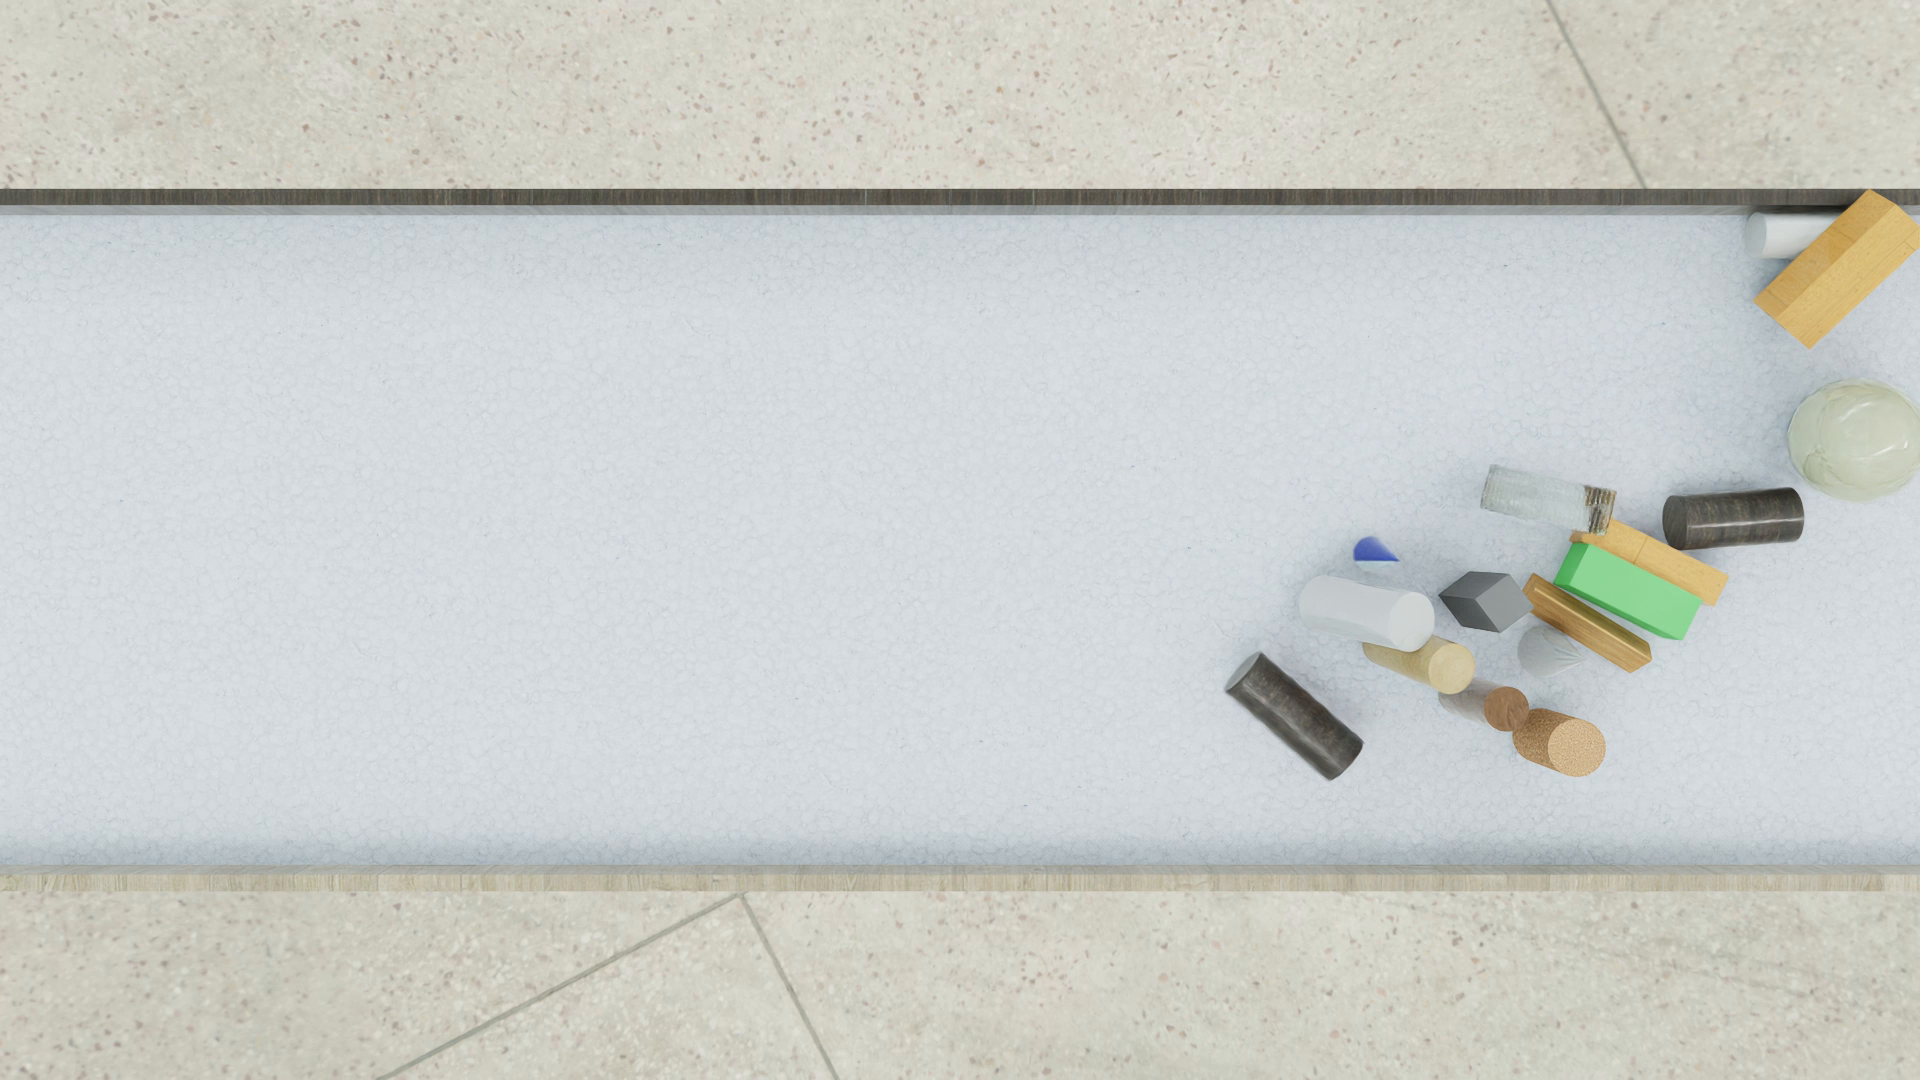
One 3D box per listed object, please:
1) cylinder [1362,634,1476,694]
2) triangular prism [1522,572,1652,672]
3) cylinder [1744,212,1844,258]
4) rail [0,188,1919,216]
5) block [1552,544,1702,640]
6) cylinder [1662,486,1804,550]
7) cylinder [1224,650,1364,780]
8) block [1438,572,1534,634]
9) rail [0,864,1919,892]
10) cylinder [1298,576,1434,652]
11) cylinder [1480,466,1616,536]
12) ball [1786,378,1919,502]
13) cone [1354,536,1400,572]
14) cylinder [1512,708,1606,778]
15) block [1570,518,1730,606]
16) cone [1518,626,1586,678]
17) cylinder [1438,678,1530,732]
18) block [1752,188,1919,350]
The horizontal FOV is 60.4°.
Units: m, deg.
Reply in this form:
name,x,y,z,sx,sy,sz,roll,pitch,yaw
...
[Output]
name,x,y,z,sx,sy,sz,roll,pitch,yaw
cylinder,1.346,0.338,4.860,0.146,0.409,0.146,-2,98,-13
triangular prism,1.912,0.255,5.027,0.415,0.094,0.108,31,90,0
cylinder,2.619,-0.925,5.006,0.409,0.140,0.140,0,90,0
rail,-2.247,-1.025,5.002,12.000,0.150,0.050,0,90,0
block,2.024,0.156,5.007,0.378,0.139,0.139,26,90,0
cylinder,2.337,-0.064,4.992,0.351,0.169,0.169,-4,90,0
cylinder,1.011,0.531,4.996,0.414,0.161,0.161,41,90,0
block,1.556,0.181,4.893,0.122,0.367,0.122,-37,90,0
rail,-2.247,1.025,5.001,12.000,0.150,0.050,0,90,0
cylinder,1.194,0.213,4.861,0.172,0.396,0.172,-3,97,-27
cylinder,1.764,-0.119,4.953,0.365,0.137,0.137,14,90,19
ball,2.659,-0.297,4.892,0.368,0.368,0.368,0,90,0
cone,1.263,0.052,4.892,0.113,0.363,0.113,0,92,1
cylinder,1.784,0.602,4.924,0.168,0.306,0.168,0,90,0
block,2.097,0.055,5.025,0.448,0.104,0.104,26,90,0
cone,1.797,0.344,4.900,0.161,0.352,0.161,0,90,0
cylinder,1.535,0.475,4.854,0.128,0.444,0.128,0,90,0
block,2.612,-0.803,4.901,0.159,0.159,0.439,34,113,-17
